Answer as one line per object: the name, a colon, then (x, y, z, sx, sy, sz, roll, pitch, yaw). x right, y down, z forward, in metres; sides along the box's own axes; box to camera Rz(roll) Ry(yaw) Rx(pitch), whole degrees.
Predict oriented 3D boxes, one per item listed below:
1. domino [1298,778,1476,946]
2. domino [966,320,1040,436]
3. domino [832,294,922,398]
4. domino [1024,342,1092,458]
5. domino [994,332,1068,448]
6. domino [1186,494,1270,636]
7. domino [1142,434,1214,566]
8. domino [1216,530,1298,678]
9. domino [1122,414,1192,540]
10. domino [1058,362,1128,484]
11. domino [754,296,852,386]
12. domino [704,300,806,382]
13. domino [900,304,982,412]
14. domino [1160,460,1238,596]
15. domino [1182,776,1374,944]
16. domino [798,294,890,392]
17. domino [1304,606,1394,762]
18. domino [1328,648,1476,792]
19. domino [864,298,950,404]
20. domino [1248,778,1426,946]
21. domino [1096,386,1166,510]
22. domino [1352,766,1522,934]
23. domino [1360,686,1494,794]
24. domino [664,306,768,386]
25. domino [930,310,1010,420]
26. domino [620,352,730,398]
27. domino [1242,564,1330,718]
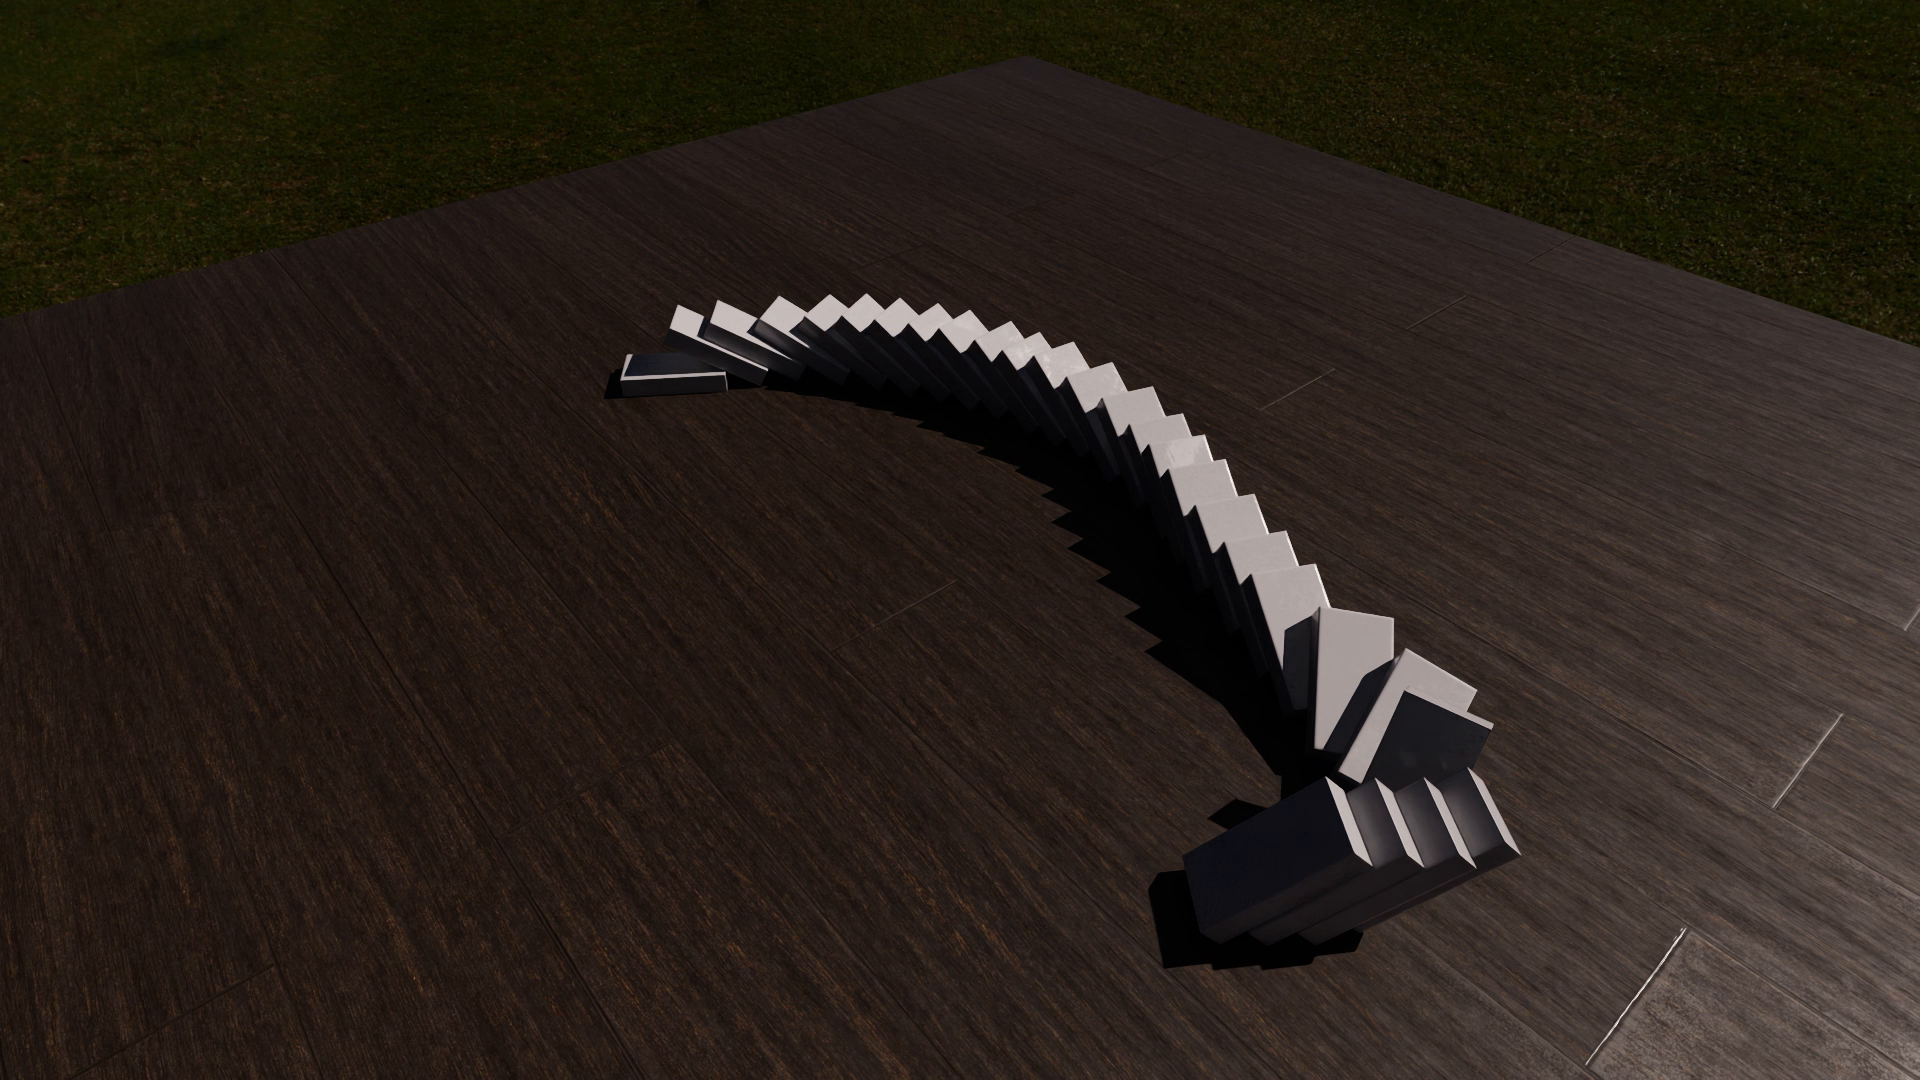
domino: (0.115, 0.090, 0.308, 0.050, 0.010, 0.025, -38, 32, 25)
domino: (0.028, -0.076, 0.515, 0.025, 0.009, 0.050, -33, 84, -33)
domino: (-0.035, -0.095, 0.538, 0.050, 0.009, 0.025, 42, 45, -6)
domino: (0.053, -0.064, 0.499, 0.025, 0.009, 0.050, -24, 79, -33)
domino: (0.040, -0.069, 0.507, 0.025, 0.009, 0.050, -31, 83, -33)
domino: (0.106, 0.009, 0.414, 0.025, 0.010, 0.050, -10, 70, -12)
domino: (0.093, -0.016, 0.443, 0.025, 0.010, 0.050, -10, 72, -13)
domino: (0.113, 0.023, 0.398, 0.025, 0.010, 0.050, -9, 68, -11)
domino: (0.088, -0.027, 0.458, 0.025, 0.010, 0.050, -12, 70, -14)
domino: (0.066, -0.052, 0.486, 0.025, 0.010, 0.050, -20, 77, -23)
domino: (-0.074, -0.099, 0.547, 0.050, 0.009, 0.025, 30, 41, -7)
domino: (-0.100, -0.099, 0.545, 0.050, 0.010, 0.025, 23, 33, -18)
domino: (-0.003, -0.088, 0.529, 0.050, 0.009, 0.025, 47, 49, -1)
domino: (0.098, -0.005, 0.430, 0.025, 0.009, 0.050, -10, 72, -13)
domino: (0.087, 0.090, 0.308, 0.050, 0.009, 0.025, -38, 32, 25)
domino: (-0.052, -0.098, 0.545, 0.050, 0.010, 0.025, 37, 45, -2)
domino: (0.130, 0.049, 0.366, 0.025, 0.009, 0.050, 9, 65, 4)
domino: (0.141, 0.062, 0.350, 0.025, 0.010, 0.050, 32, 69, 14)
domino: (-0.019, -0.092, 0.534, 0.050, 0.009, 0.025, 43, 46, -4)
domino: (0.101, 0.090, 0.308, 0.050, 0.010, 0.025, -38, 32, 25)
domino: (0.079, -0.040, 0.473, 0.025, 0.009, 0.050, -14, 72, -16)
domino: (0.128, 0.088, 0.311, 0.050, 0.010, 0.025, -38, 32, 25)
domino: (0.134, 0.072, 0.326, 0.025, 0.050, 0.010, 26, 14, 26)
domino: (-0.119, -0.096, 0.542, 0.050, 0.010, 0.025, 22, 33, -19)
domino: (0.011, -0.084, 0.523, 0.050, 0.009, 0.025, 50, 49, 1)
domino: (-0.140, -0.083, 0.544, 0.050, 0.010, 0.025, -4, 39, -5)
domino: (0.118, 0.035, 0.383, 0.025, 0.010, 0.050, -8, 67, -11)
